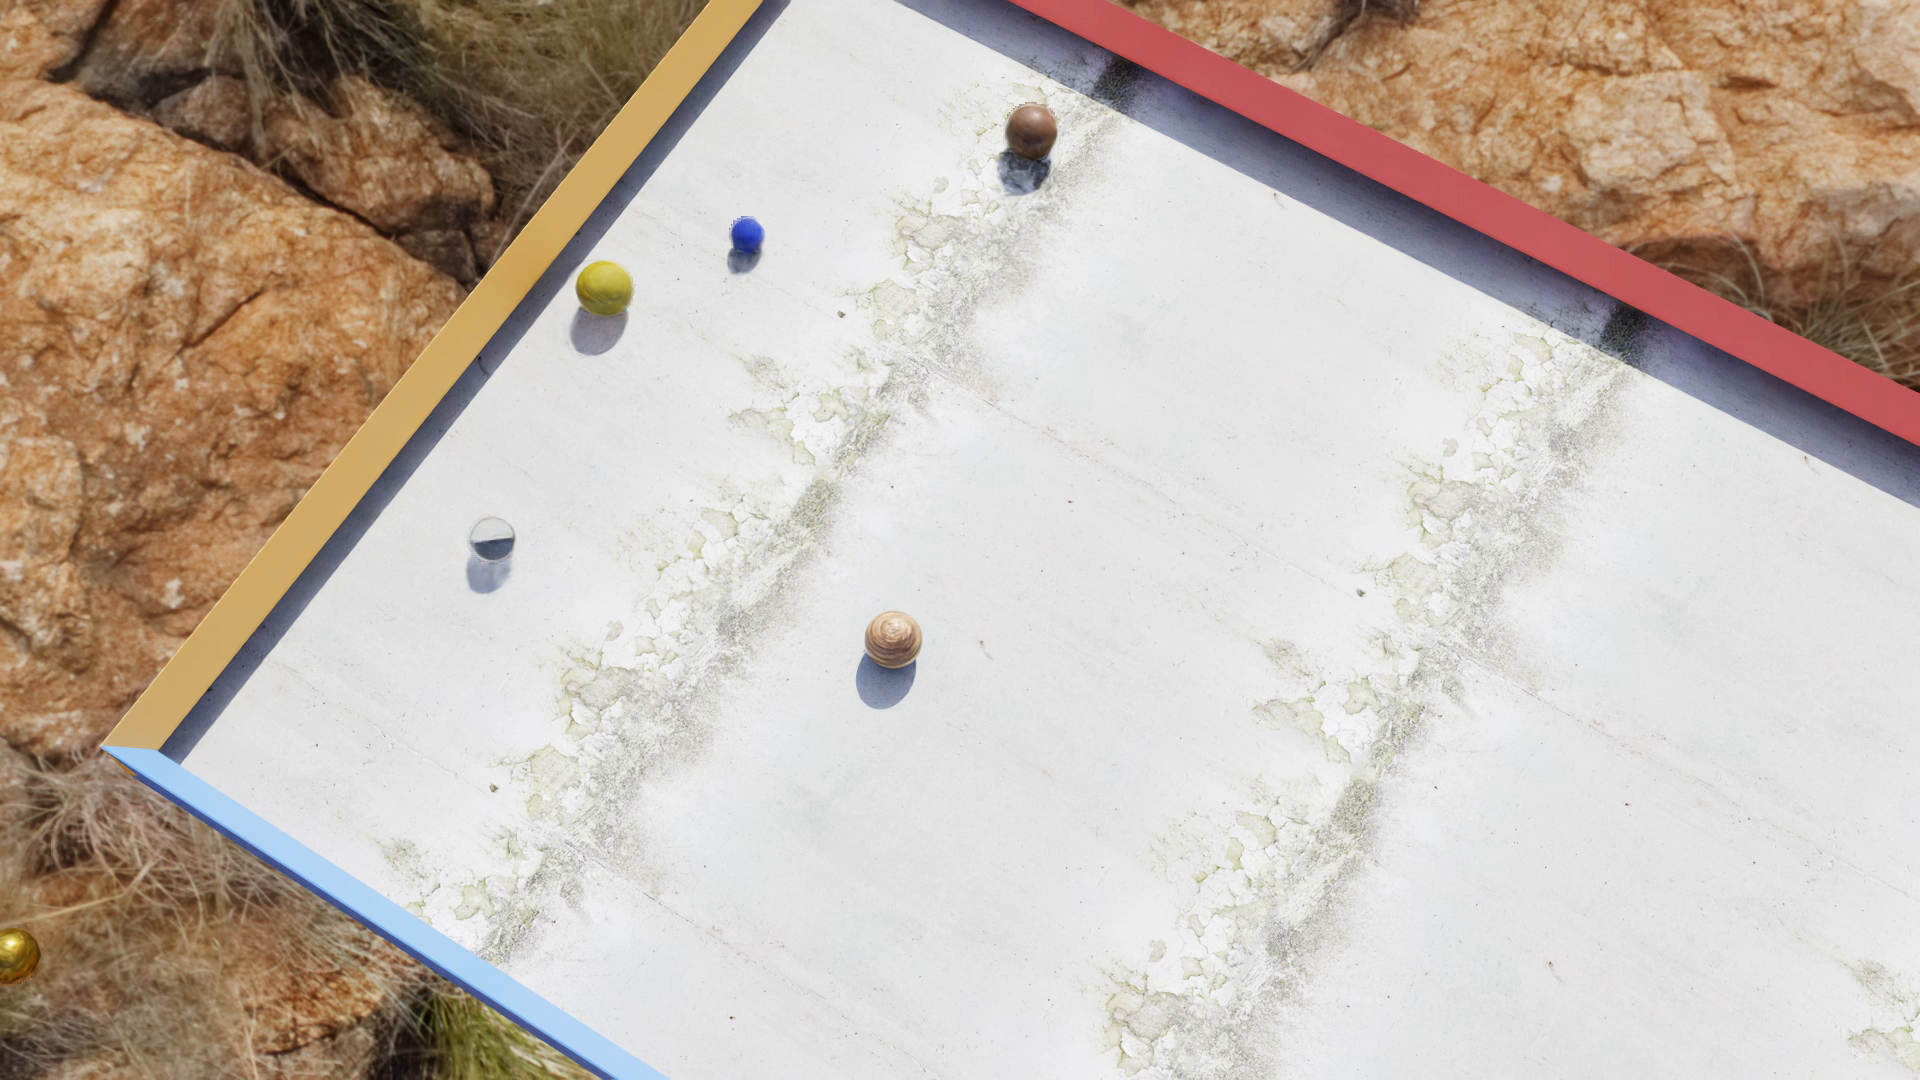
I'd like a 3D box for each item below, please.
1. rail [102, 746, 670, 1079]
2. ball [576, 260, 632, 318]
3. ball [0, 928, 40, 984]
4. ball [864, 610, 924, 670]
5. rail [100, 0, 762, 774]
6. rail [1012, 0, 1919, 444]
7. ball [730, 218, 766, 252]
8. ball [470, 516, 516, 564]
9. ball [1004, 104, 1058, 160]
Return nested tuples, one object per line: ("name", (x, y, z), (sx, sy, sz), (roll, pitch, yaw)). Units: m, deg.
("rail", (0.264, 1.180, 2.985), (3.634, 0.127, 0.045), (29, 68, 13))
("ball", (-0.607, -0.428, 3.747), (0.096, 0.096, 0.096), (0, 65, 0))
("ball", (-1.691, 0.741, 3.918), (0.098, 0.098, 0.098), (0, 65, 0))
("ball", (-0.105, 0.157, 3.478), (0.093, 0.093, 0.093), (0, 65, 0))
("rail", (-0.755, -0.428, 3.729), (0.045, 0.127, 2.008), (29, 68, 13))
("rail", (1.287, -0.338, 3.688), (3.634, 0.127, 0.045), (29, 68, 13))
("ball", (-0.367, -0.528, 3.814), (0.060, 0.060, 0.060), (0, 65, 0))
("ball", (-0.756, 0.000, 3.561), (0.075, 0.075, 0.075), (0, 65, 0))
("ball", (0.126, -0.720, 3.883), (0.095, 0.095, 0.095), (0, 65, 0))
